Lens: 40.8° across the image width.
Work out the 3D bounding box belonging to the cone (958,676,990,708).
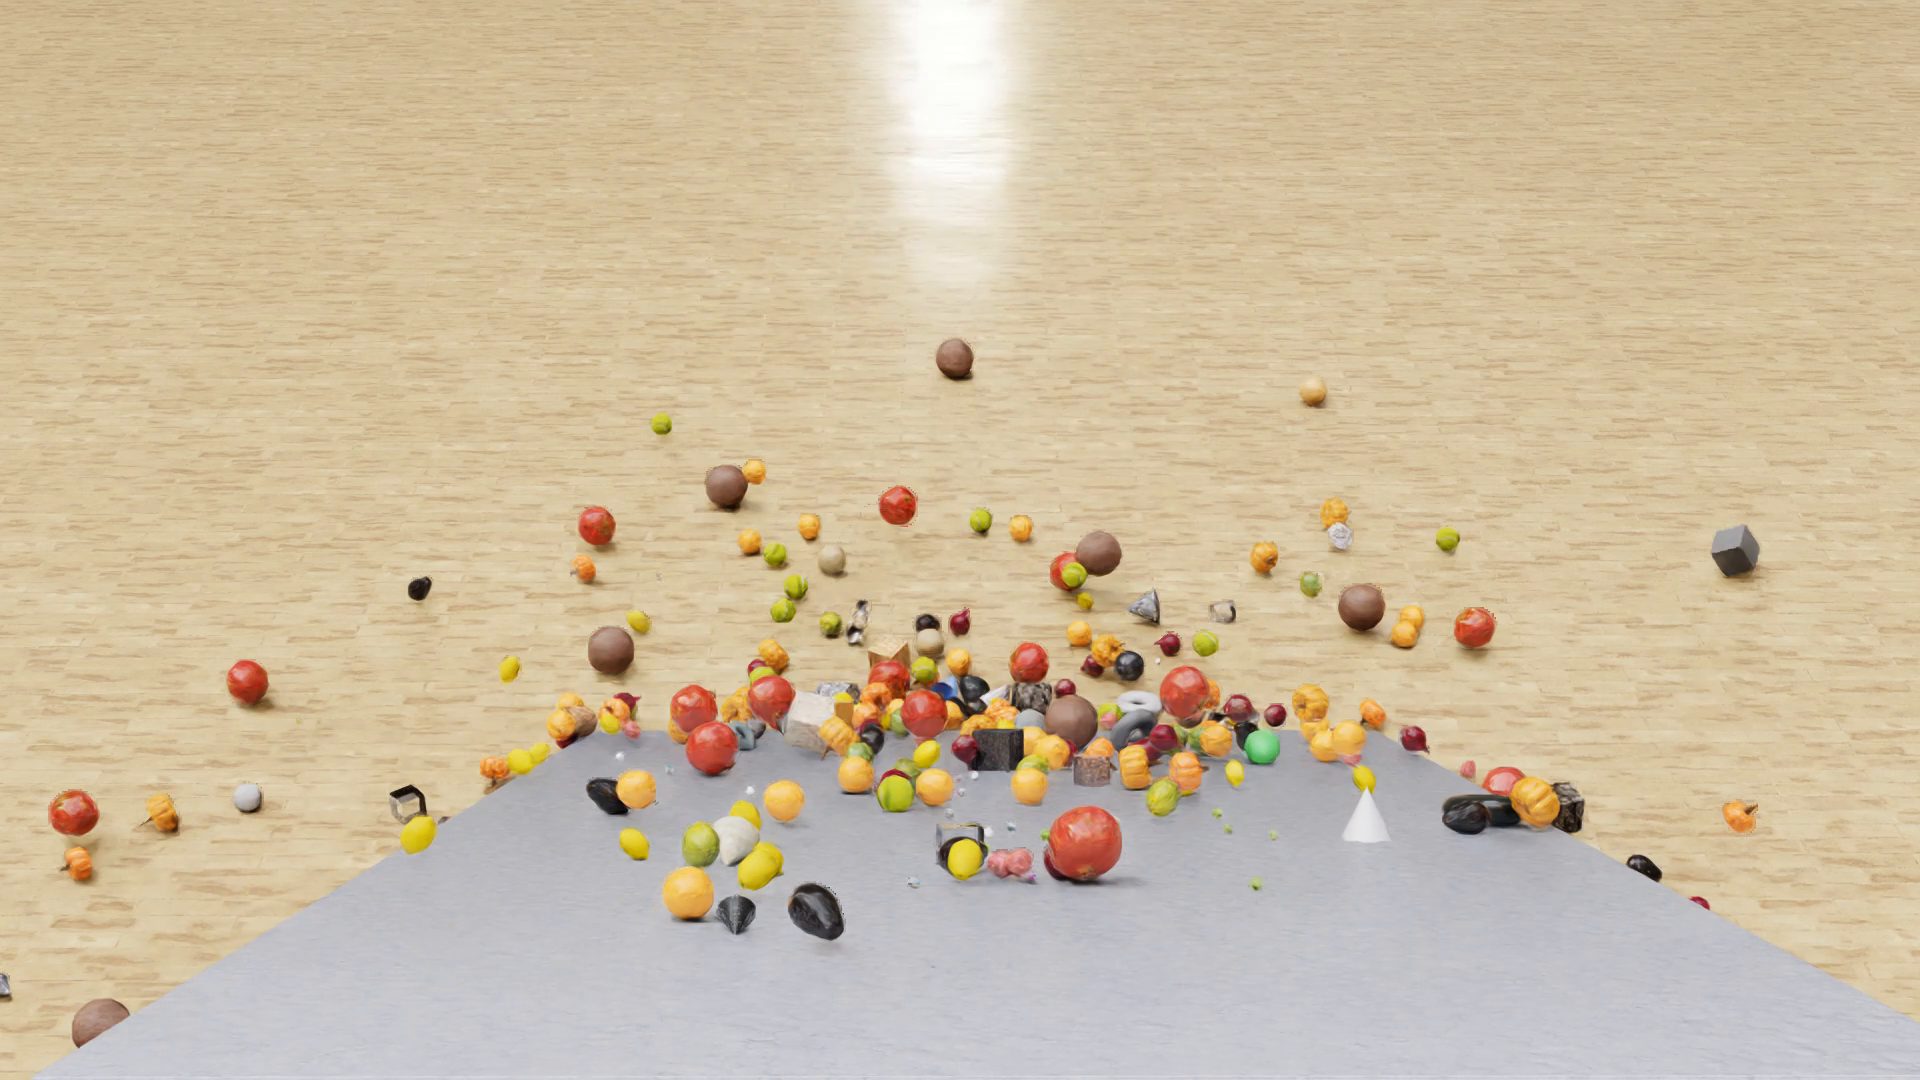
[{"bbox_3d":[0.030,0.420,6.847,0.085,0.085,0.085,5,39,9],"label":"cone"}]

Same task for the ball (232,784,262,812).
[{"bbox_3d":[-1.773,0.641,6.425,0.070,0.070,0.070,0,28,0],"label":"ball"}]

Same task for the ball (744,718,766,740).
[{"bbox_3d":[-0.506,0.463,6.346,0.054,0.054,0.054,0,28,0],"label":"ball"}]

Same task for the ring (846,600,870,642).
[{"bbox_3d":[-0.283,0.225,7.164,0.041,0.123,0.123,18,25,-13],"label":"ring"}]

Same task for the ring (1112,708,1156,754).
[{"bbox_3d":[0.403,0.444,5.987,0.123,0.123,0.041,-18,32,-30],"label":"ring"}]

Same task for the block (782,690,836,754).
[{"bbox_3d":[-0.346,0.416,5.926,0.091,0.091,0.091,15,44,-7],"label":"block"}]

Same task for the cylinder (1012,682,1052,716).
[{"bbox_3d":[0.189,0.420,6.810,0.092,0.092,0.092,1,27,-9],"label":"cylinder"}]

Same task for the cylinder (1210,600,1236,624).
[{"bbox_3d":[0.738,0.203,7.268,0.057,0.057,0.057,-8,29,-13],"label":"cylinder"}]

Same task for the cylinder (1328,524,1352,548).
[{"bbox_3d":[1.124,-0.013,7.632,0.062,0.062,0.062,-1,12,-3],"label":"cylinder"}]

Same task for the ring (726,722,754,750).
[{"bbox_3d":[-0.516,0.460,6.071,0.079,0.026,0.079,34,29,-22],"label":"ring"}]

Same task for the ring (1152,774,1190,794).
[{"bbox_3d":[0.421,0.485,5.146,0.080,0.027,0.080,-9,-15,-2],"label":"ring"}]

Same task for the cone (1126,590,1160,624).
[{"bbox_3d":[0.507,0.192,7.259,0.097,0.097,0.097,-7,26,12],"label":"cone"}]

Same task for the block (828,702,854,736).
[{"bbox_3d":[-0.323,0.448,6.499,0.080,0.080,0.080,0,1,30],"label":"block"}]

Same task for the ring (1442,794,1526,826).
[{"bbox_3d":[0.947,0.487,4.666,0.149,0.050,0.149,0,-3,0],"label":"ring"}]

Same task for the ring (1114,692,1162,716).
[{"bbox_3d":[0.472,0.438,6.839,0.125,0.042,0.125,-2,23,1],"label":"ring"}]

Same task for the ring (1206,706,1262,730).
[{"bbox_3d":[0.714,0.467,6.746,0.146,0.049,0.146,-6,8,1],"label":"ring"}]

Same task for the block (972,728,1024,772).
[{"bbox_3d":[0.083,0.457,5.633,0.085,0.085,0.085,0,1,22],"label":"block"}]

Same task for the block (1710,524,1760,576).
[{"bbox_3d":[2.248,0.031,7.490,0.094,0.094,0.094,-18,32,42],"label":"block"}]

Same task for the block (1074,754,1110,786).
[{"bbox_3d":[0.273,0.475,5.323,0.058,0.058,0.058,0,1,-19],"label":"block"}]

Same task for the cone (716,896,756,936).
[{"bbox_3d":[-0.302,0.517,3.479,0.054,0.054,0.054,-2,33,-4],"label":"cone"}]

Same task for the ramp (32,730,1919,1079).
[{"bbox_3d":[0.063,0.563,4.603,2.000,0.100,4.000,0,1,0],"label":"ramp"}]

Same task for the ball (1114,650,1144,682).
[{"bbox_3d":[0.452,0.337,6.903,0.084,0.084,0.084,0,28,0],"label":"ball"}]

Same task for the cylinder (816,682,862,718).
[{"bbox_3d":[-0.321,0.421,6.799,0.092,0.092,0.092,1,25,28],"label":"cylinder"}]

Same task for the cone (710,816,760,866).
[{"bbox_3d":[-0.368,0.501,4.153,0.082,0.082,0.082,3,28,5],"label":"cone"}]

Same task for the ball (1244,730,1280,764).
[{"bbox_3d":[0.670,0.459,5.726,0.078,0.078,0.078,0,28,0],"label":"ball"}]

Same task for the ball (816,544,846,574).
[{"bbox_3d":[-0.373,0.057,7.515,0.088,0.088,0.088,0,28,0],"label":"ball"}]

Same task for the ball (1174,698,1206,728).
[{"bbox_3d":[0.591,0.446,6.657,0.081,0.081,0.081,0,28,0],"label":"ball"}]

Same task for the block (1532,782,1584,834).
[{"bbox_3d":[1.474,0.662,6.364,0.089,0.089,0.089,-7,28,-12],"label":"block"}]

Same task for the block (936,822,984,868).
[{"bbox_3d":[-0.001,0.488,4.128,0.064,0.064,0.064,0,1,-14],"label":"block"}]

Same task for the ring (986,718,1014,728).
[{"bbox_3d":[0.123,0.470,6.453,0.117,0.039,0.117,-1,1,0],"label":"ring"}]

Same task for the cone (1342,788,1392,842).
[{"bbox_3d":[0.702,0.471,4.457,0.089,0.089,0.089,0,1,0],"label":"cone"}]

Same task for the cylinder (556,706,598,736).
[{"bbox_3d":[-0.950,0.449,6.406,0.071,0.071,0.071,17,4,29],"label":"cylinder"}]

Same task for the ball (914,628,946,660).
[{"bbox_3d":[-0.083,0.285,7.085,0.085,0.085,0.085,0,28,0],"label":"ball"}]

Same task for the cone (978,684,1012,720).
[{"bbox_3d":[0.110,0.409,6.800,0.096,0.096,0.096,16,40,-14],"label":"cone"}]

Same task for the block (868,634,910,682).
[{"bbox_3d":[-0.192,0.319,7.012,0.080,0.080,0.080,17,42,29],"label":"block"}]

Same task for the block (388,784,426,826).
[{"bbox_3d":[-1.368,0.656,6.402,0.064,0.064,0.064,-22,35,-36],"label":"block"}]

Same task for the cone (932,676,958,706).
[{"bbox_3d":[-0.026,0.386,6.884,0.078,0.078,0.078,11,41,20],"label":"cone"}]

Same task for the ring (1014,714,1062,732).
[{"bbox_3d":[0.196,0.466,6.570,0.127,0.042,0.127,1,1,0],"label":"ring"}]

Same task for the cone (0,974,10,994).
[{"bbox_3d":[-2.132,1.002,5.762,0.053,0.053,0.053,25,37,30],"label":"cone"}]

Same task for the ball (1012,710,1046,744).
[{"bbox_3d":[0.169,0.450,6.243,0.082,0.082,0.082,0,28,0],"label":"ball"}]

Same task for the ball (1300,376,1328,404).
[{"bbox_3d":[1.171,-0.495,8.560,0.091,0.091,0.091,0,28,0],"label":"ball"}]
